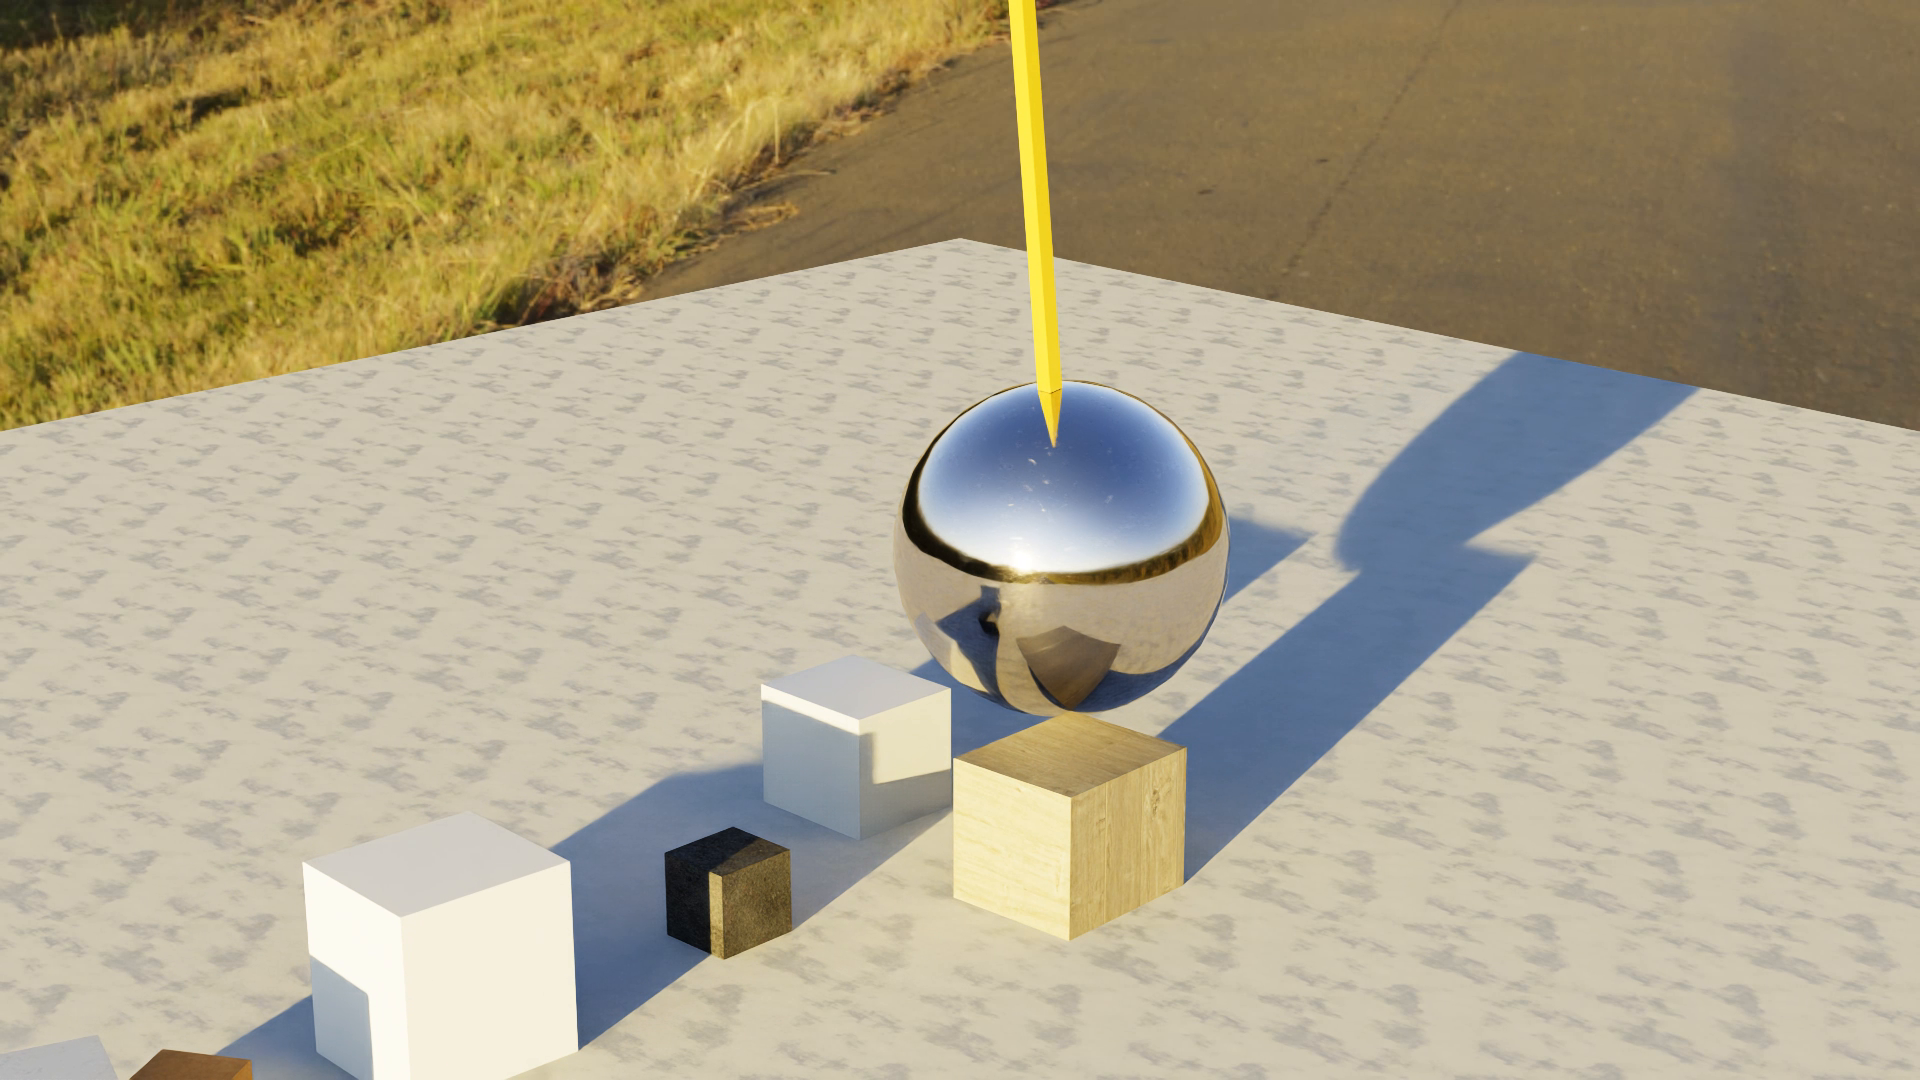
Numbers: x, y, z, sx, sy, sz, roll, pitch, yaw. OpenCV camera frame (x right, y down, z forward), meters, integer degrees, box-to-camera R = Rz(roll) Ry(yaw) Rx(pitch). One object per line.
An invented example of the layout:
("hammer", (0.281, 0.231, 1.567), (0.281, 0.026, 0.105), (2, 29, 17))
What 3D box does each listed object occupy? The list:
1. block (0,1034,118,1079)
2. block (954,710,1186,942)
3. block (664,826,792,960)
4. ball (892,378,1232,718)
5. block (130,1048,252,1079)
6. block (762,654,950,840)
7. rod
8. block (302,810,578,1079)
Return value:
("block", (-3.256, 2.189, 10.417), (0.533, 0.577, 0.563), (-8, 19, -25))
("block", (0.494, 1.270, 13.182), (0.681, 0.673, 0.803), (15, 23, 40))
("block", (-1.011, 1.538, 12.802), (0.370, 0.389, 0.401), (16, 23, 41))
("ball", (0.480, 0.040, 13.858), (1.600, 1.600, 1.600), (0, 17, 0))
("block", (-2.857, 2.157, 10.837), (0.363, 0.386, 0.363), (4, 18, 13))
("block", (-0.500, 0.992, 14.173), (0.604, 0.608, 0.685), (-17, 24, -42))
("rod", (0.208, -3.101, 12.585), (0.080, 5.200, 0.080), (17, 30, 42))
("block", (-2.063, 1.663, 11.672), (0.778, 0.829, 0.707), (-15, 23, -40))
